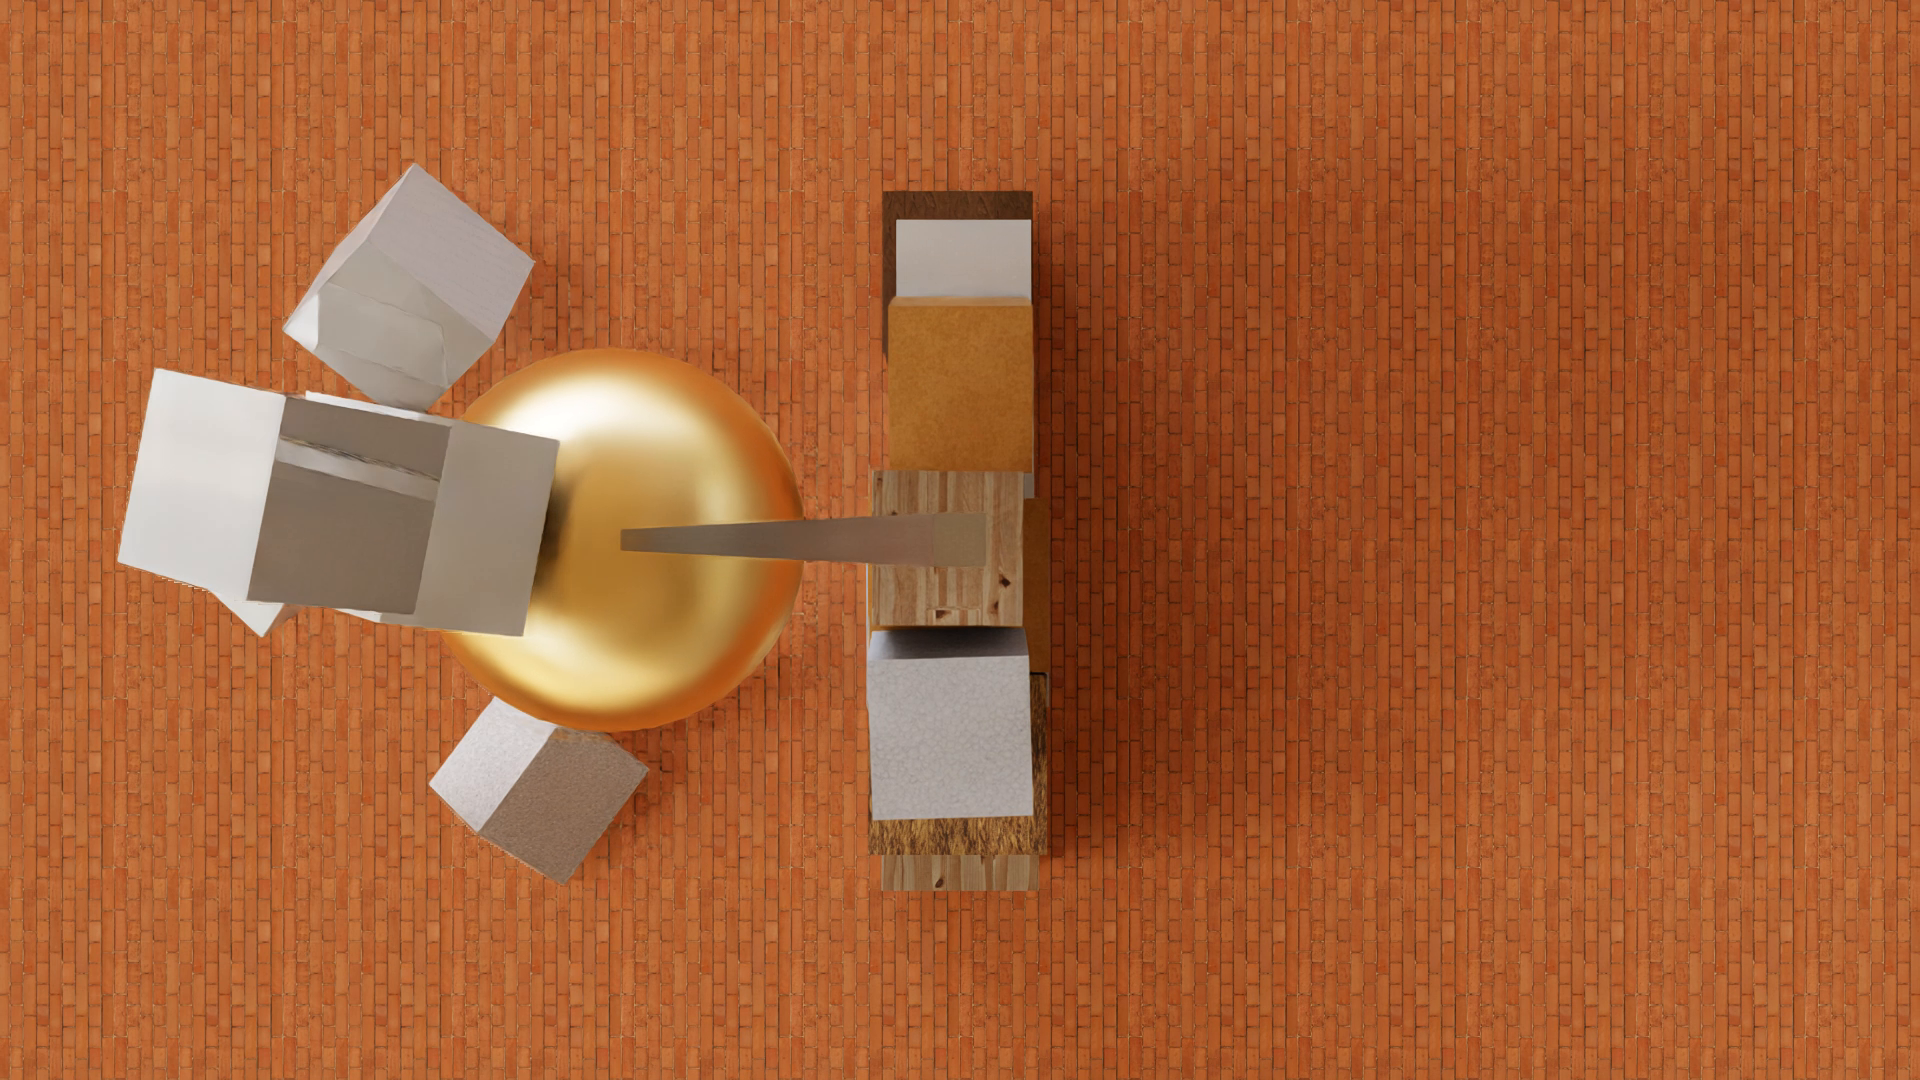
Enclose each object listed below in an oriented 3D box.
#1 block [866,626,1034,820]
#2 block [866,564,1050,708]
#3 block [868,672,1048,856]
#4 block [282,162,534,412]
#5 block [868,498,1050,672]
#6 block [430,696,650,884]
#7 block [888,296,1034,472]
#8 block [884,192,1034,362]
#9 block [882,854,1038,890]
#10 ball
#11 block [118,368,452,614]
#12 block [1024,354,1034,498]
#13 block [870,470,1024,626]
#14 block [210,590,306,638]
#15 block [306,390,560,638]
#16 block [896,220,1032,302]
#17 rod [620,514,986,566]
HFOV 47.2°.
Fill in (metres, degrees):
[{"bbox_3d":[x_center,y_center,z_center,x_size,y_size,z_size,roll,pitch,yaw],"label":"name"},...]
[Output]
[{"bbox_3d":[-0.045,0.889,10.810,0.768,0.692,0.783,-2,99,0],"label":"block"},{"bbox_3d":[-0.013,0.402,12.522,1.000,0.956,1.026,0,90,0],"label":"block"},{"bbox_3d":[-0.013,1.147,11.623,0.913,0.816,0.918,0,90,0],"label":"block"},{"bbox_3d":[-3.061,-1.370,12.284,0.859,0.937,0.796,40,119,-21],"label":"block"},{"bbox_3d":[-0.006,0.231,11.585,0.911,0.919,0.880,0,90,0],"label":"block"},{"bbox_3d":[-2.384,1.341,12.464,0.675,0.703,0.801,42,81,-38],"label":"block"},{"bbox_3d":[0.003,-0.785,10.931,0.690,0.812,0.801,0,99,0],"label":"block"},{"bbox_3d":[-0.011,-1.475,12.548,0.825,0.905,0.889,0,90,0],"label":"block"},{"bbox_3d":[0.001,1.425,12.516,0.862,0.969,0.990,0,90,0],"label":"block"},{"bbox_3d":[-1.440,0.000,9.127,1.600,1.600,1.600,0,90,0],"label":"ball"},{"bbox_3d":[-2.292,-0.159,7.486,0.676,0.714,0.664,12,91,33],"label":"block"},{"bbox_3d":[0.017,-0.568,12.529,0.781,0.942,0.905,0,90,0],"label":"block"},{"bbox_3d":[-0.061,0.041,10.703,0.709,0.839,0.721,0,90,0],"label":"block"},{"bbox_3d":[-3.681,-0.107,11.752,0.794,0.618,0.762,42,123,0],"label":"block"},{"bbox_3d":[-2.023,-0.095,8.163,0.718,0.632,0.747,12,91,41],"label":"block"},{"bbox_3d":[0.019,-1.272,11.706,0.695,0.734,0.722,0,86,0],"label":"block"},{"bbox_3d":[-0.624,0.000,5.826,0.080,5.200,0.080,0,90,-14],"label":"rod"}]
